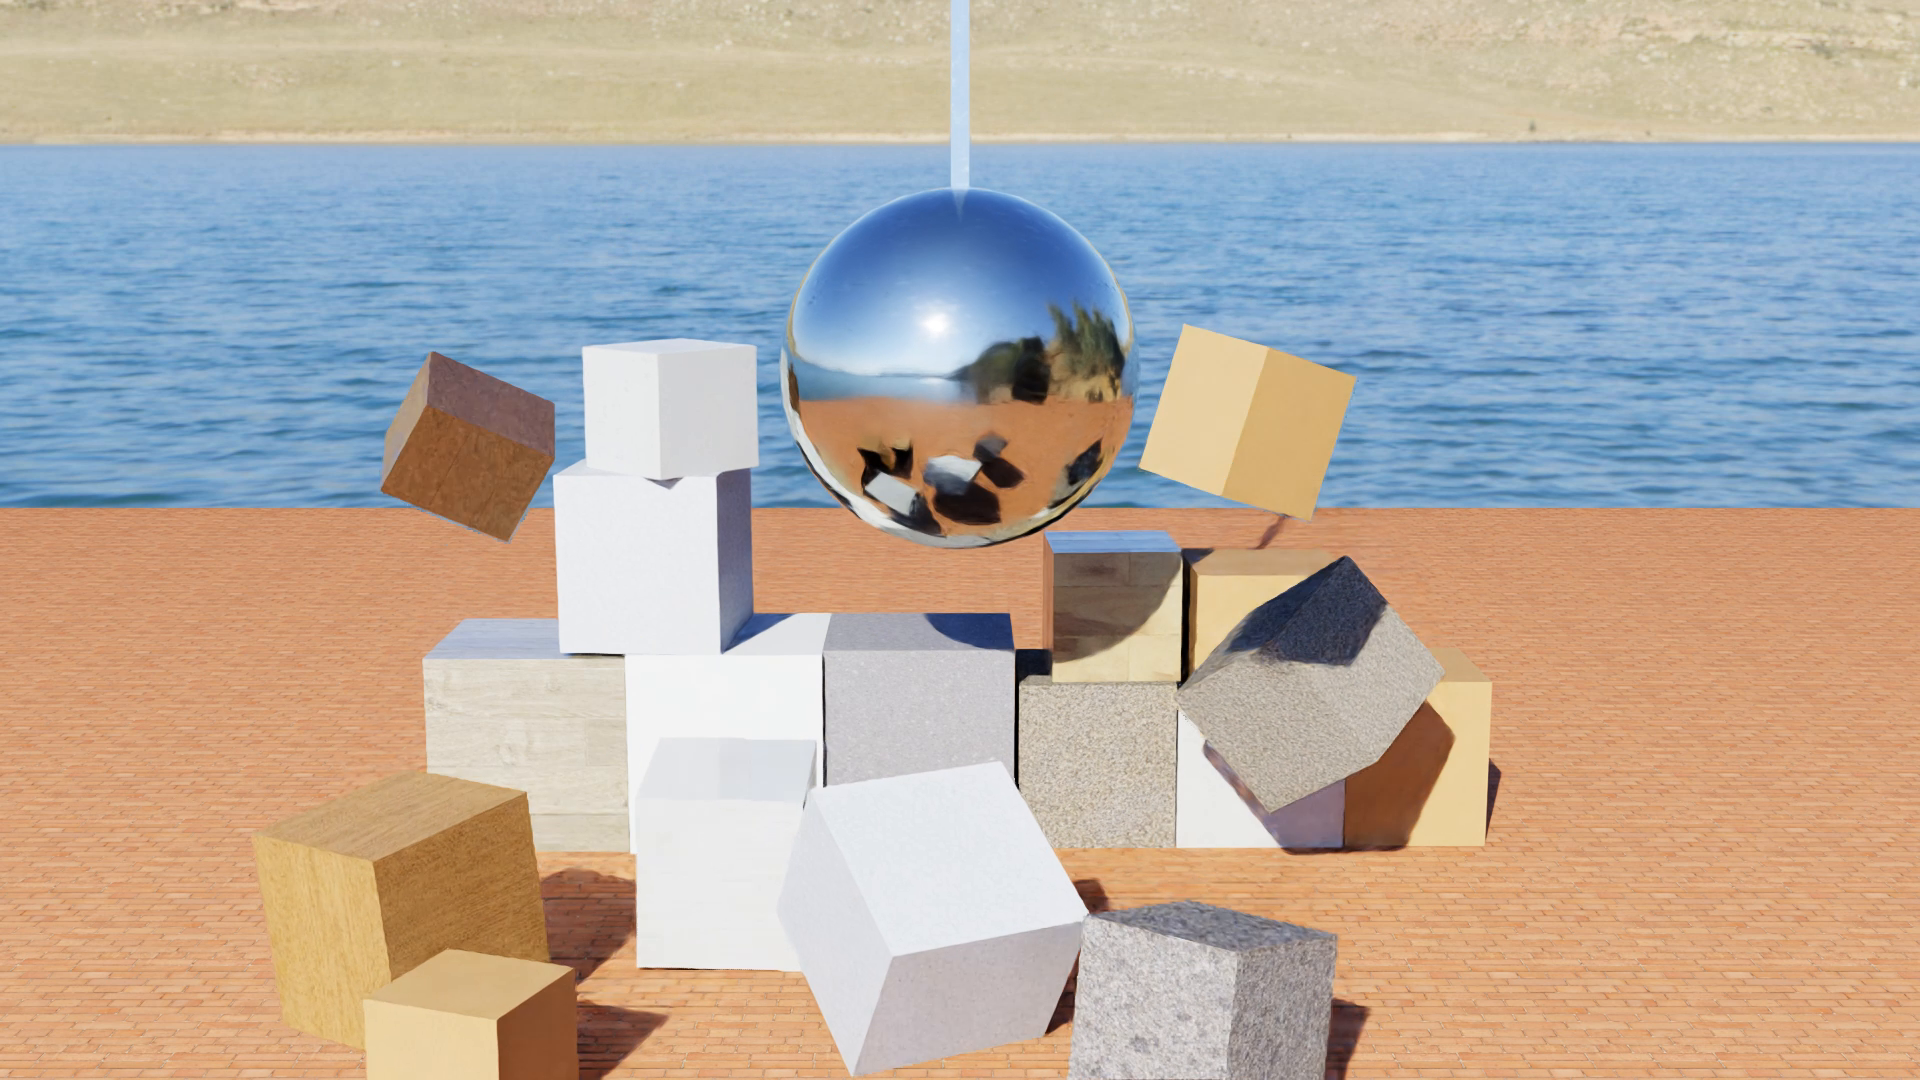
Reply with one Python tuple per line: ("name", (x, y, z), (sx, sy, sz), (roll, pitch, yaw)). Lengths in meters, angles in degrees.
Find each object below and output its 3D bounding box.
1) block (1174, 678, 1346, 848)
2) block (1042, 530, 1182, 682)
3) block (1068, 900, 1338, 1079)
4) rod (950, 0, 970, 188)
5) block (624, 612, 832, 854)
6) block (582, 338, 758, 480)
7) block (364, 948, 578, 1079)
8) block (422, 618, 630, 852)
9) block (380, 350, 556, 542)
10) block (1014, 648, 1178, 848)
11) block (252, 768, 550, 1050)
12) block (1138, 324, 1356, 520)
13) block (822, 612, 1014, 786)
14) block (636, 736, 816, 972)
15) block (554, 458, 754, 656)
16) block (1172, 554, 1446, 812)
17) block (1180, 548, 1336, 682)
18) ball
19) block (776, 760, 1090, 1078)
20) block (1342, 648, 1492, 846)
("block", (1.505, 1.115, 11.379), (0.837, 0.734, 0.802), (0, 10, 0))
("block", (0.768, 0.330, 11.226), (0.641, 0.656, 0.609), (0, 10, -3))
("block", (0.850, 1.691, 7.716), (0.633, 0.688, 0.660), (7, 1, 40))
("rod", (0.000, -4.152, 9.861), (0.080, 5.200, 0.080), (0, -2, 0))
("block", (-1.163, 0.977, 11.360), (0.965, 1.013, 0.984), (0, 10, 0))
("block", (-1.433, -0.661, 10.907), (0.598, 0.603, 0.611), (10, 14, 44))
("block", (-1.758, 1.847, 7.955), (0.545, 0.519, 0.526), (4, 11, 20))
("block", (-2.147, 0.989, 11.364), (0.993, 0.989, 0.929), (0, 10, 0))
("block", (-2.519, -0.482, 11.285), (0.693, 0.552, 0.577), (24, 25, -24))
("block", (0.685, 1.063, 11.371), (0.785, 0.840, 0.799), (0, 10, 0))
("block", (-2.225, 1.482, 8.833), (0.719, 0.826, 0.790), (5, 17, 35))
("block", (1.074, -0.440, 8.229), (0.499, 0.562, 0.450), (13, 7, -40))
("block", (-0.207, 0.971, 11.351), (0.948, 1.028, 0.874), (0, 10, 0))
("block", (-1.014, 1.366, 9.678), (0.705, 0.771, 0.766), (1, 14, 0))
("block", (-1.537, 0.043, 11.192), (0.800, 0.883, 0.925), (1, 10, 5))
("block", (1.602, 0.665, 10.124), (0.707, 0.708, 0.764), (-42, 3, -39))
("block", (1.546, 0.433, 11.263), (0.772, 0.651, 0.782), (0, 10, -1))
("ball", (0.000, -0.754, 9.740), (1.600, 1.600, 1.600), (0, 10, 0))
("block", (-0.123, 1.465, 8.599), (0.840, 0.709, 0.842), (-5, 43, -27))
("block", (2.290, 1.058, 11.376), (0.710, 0.848, 0.744), (0, 10, 0))
